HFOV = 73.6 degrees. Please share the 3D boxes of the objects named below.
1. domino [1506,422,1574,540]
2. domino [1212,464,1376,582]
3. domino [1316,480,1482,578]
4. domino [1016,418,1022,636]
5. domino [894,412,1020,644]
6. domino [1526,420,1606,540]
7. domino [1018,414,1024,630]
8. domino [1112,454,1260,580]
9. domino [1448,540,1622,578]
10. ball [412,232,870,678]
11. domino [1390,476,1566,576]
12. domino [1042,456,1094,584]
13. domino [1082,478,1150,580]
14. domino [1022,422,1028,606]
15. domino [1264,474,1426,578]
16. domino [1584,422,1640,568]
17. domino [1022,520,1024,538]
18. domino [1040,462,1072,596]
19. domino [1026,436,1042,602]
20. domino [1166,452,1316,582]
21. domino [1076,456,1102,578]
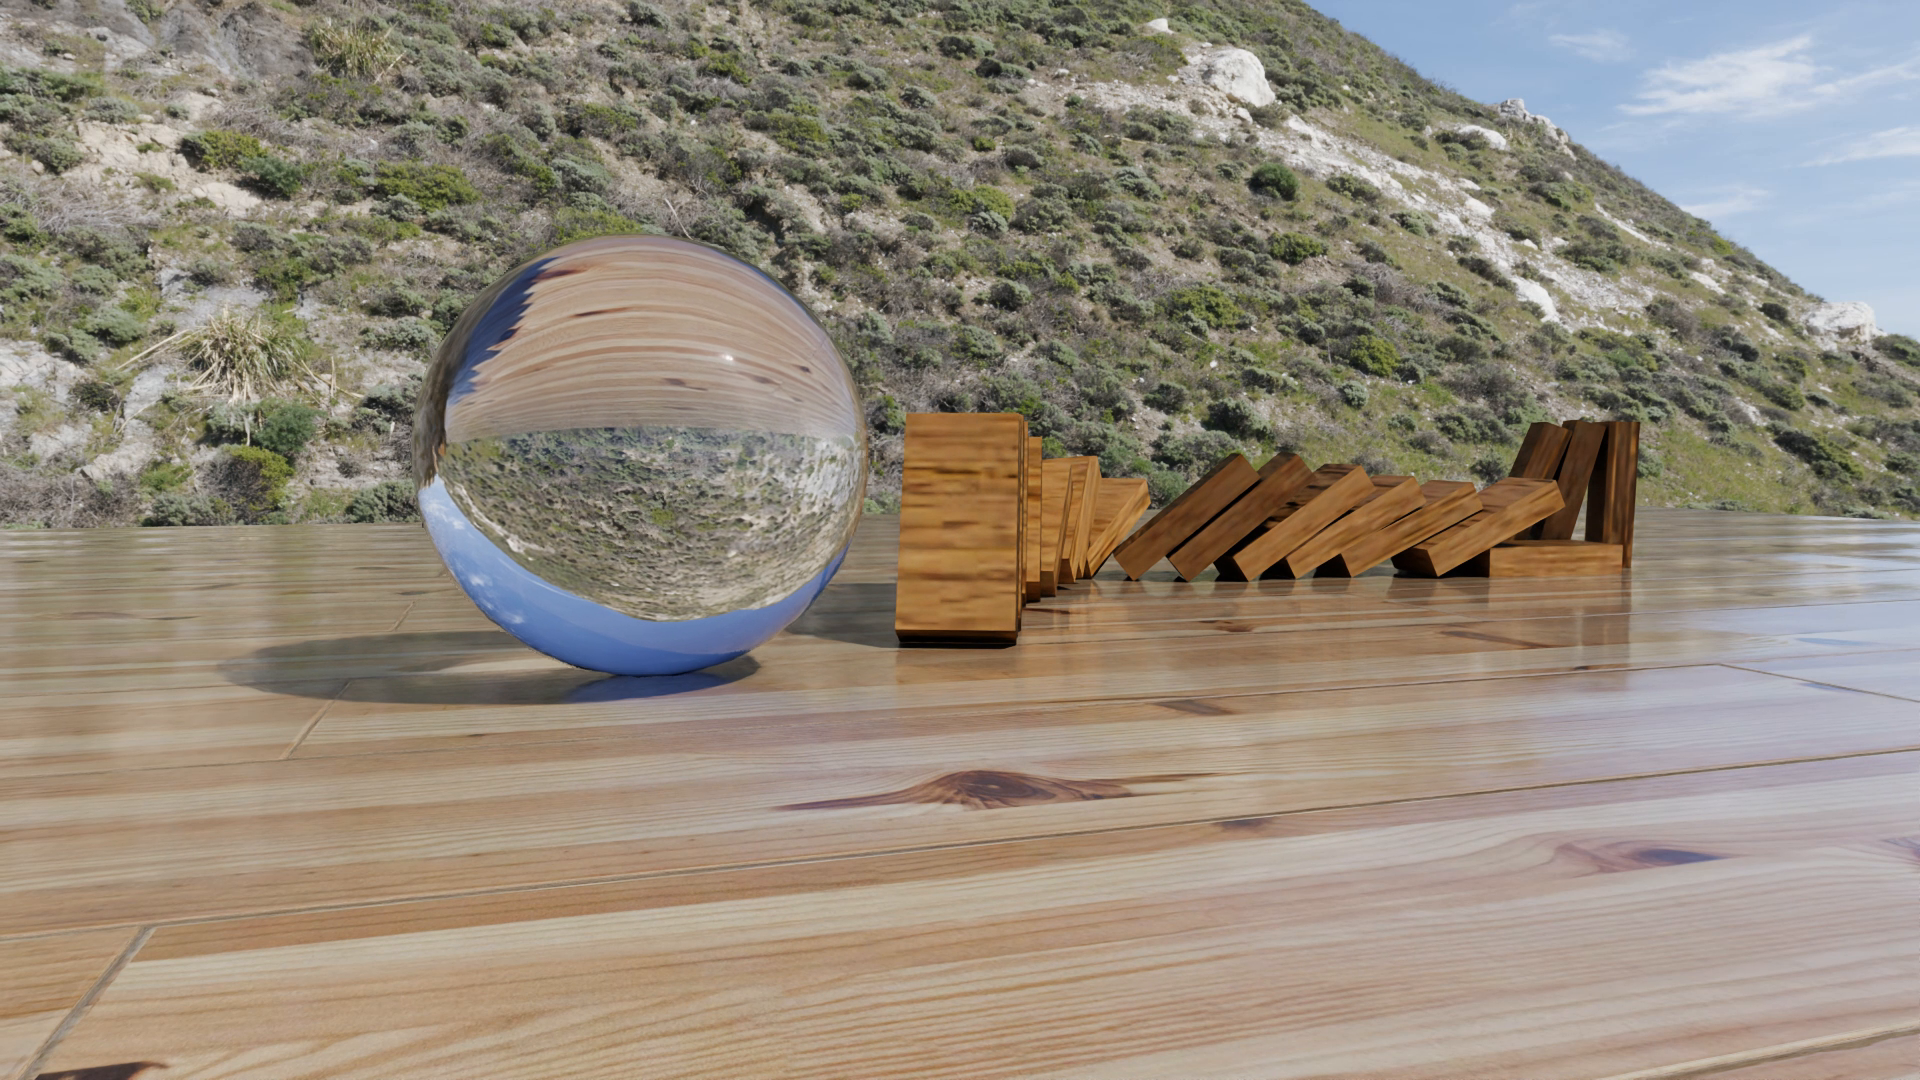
[{"bbox_3d":[0.202,-0.017,0.459,0.010,0.050,0.025,22,9,11],"label":"domino"},{"bbox_3d":[0.105,-0.006,0.409,0.050,0.010,0.025,-35,9,-5],"label":"domino"},{"bbox_3d":[0.143,-0.004,0.422,0.050,0.010,0.025,-27,8,-7],"label":"domino"},{"bbox_3d":[0.001,-0.004,0.289,0.025,0.050,0.010,1,-21,4],"label":"domino"},{"bbox_3d":[0.000,-0.003,0.279,0.025,0.050,0.009,0,-21,4],"label":"domino"},{"bbox_3d":[0.214,-0.017,0.455,0.010,0.050,0.025,16,8,13],"label":"domino"},{"bbox_3d":[0.002,-0.005,0.300,0.025,0.050,0.010,0,-21,4],"label":"domino"},{"bbox_3d":[0.071,-0.008,0.407,0.050,0.010,0.025,-40,0,7],"label":"domino"},{"bbox_3d":[0.190,0.006,0.426,0.050,0.010,0.025,-1,4,-14],"label":"domino"},{"bbox_3d":[-0.057,-0.015,0.234,0.080,0.080,0.080,0,4,0],"label":"ball"},{"bbox_3d":[0.168,-0.005,0.420,0.050,0.010,0.025,-27,10,-9],"label":"domino"},{"bbox_3d":[0.025,-0.006,0.394,0.025,0.010,0.050,-3,39,17],"label":"domino"},{"bbox_3d":[0.042,-0.005,0.426,0.025,0.009,0.050,3,31,32],"label":"domino"},{"bbox_3d":[0.005,-0.007,0.343,0.025,0.050,0.010,0,-24,4],"label":"domino"},{"bbox_3d":[0.123,-0.005,0.417,0.050,0.010,0.025,-29,9,-7],"label":"domino"},{"bbox_3d":[0.229,-0.016,0.451,0.010,0.050,0.025,2,5,13],"label":"domino"},{"bbox_3d":[0.004,-0.007,0.331,0.025,0.050,0.010,0,-21,4],"label":"domino"},{"bbox_3d":[0.018,-0.004,0.376,0.025,0.010,0.050,1,40,11],"label":"domino"},{"bbox_3d":[0.010,-0.007,0.358,0.025,0.050,0.010,0,-36,5],"label":"domino"},{"bbox_3d":[0.087,-0.008,0.404,0.050,0.010,0.025,-40,3,6],"label":"domino"},{"bbox_3d":[0.029,-0.008,0.410,0.025,0.010,0.050,-3,39,18],"label":"domino"}]
